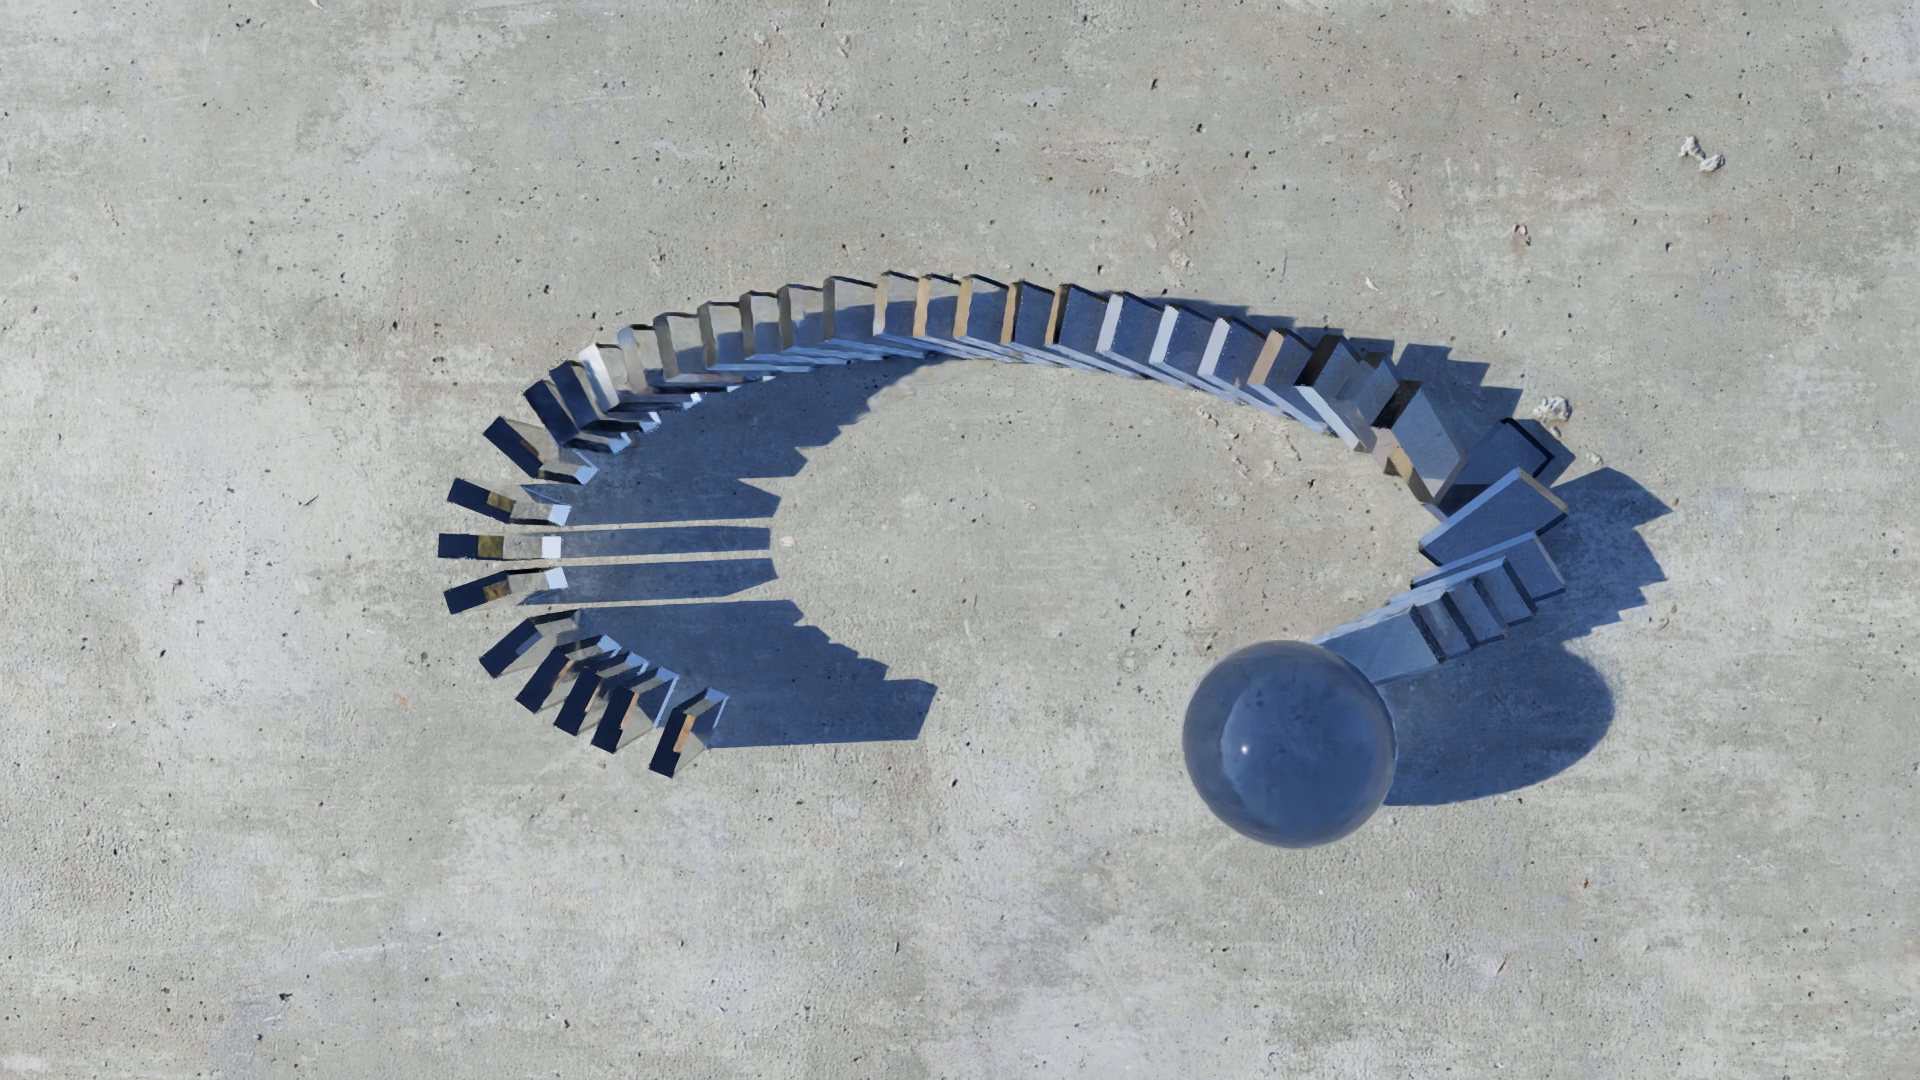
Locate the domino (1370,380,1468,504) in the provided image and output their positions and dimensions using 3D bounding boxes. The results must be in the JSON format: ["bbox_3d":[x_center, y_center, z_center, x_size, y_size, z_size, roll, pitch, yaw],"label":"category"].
[{"bbox_3d":[0.192,-0.040,0.382,0.050,0.009,0.025,42,81,-30],"label":"domino"}]

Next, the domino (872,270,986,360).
[{"bbox_3d":[-0.011,-0.093,0.382,0.050,0.010,0.025,6,90,-33],"label":"domino"}]

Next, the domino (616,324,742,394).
[{"bbox_3d":[-0.114,-0.074,0.377,0.009,0.050,0.025,-15,90,34],"label":"domino"}]

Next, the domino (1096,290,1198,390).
[{"bbox_3d":[0.082,-0.083,0.384,0.050,0.010,0.025,15,90,-30],"label":"domino"}]

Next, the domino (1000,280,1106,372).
[{"bbox_3d":[0.041,-0.088,0.382,0.050,0.010,0.025,9,90,-33],"label":"domino"}]

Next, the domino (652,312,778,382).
[{"bbox_3d":[-0.100,-0.079,0.378,0.010,0.050,0.025,-12,90,39],"label":"domino"}]

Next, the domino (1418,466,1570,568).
[{"bbox_3d":[0.220,-0.005,0.380,0.025,0.009,0.050,38,131,0],"label":"domino"}]

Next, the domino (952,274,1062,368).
[{"bbox_3d":[0.022,-0.091,0.381,0.050,0.010,0.025,9,88,-33],"label":"domino"}]

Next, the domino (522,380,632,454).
[{"bbox_3d":[-0.155,-0.049,0.375,0.009,0.050,0.025,-35,90,3],"label":"domino"}]

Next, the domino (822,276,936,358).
[{"bbox_3d":[-0.033,-0.092,0.381,0.050,0.010,0.025,1,90,-38],"label":"domino"}]

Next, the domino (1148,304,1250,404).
[{"bbox_3d":[0.104,-0.077,0.384,0.050,0.009,0.025,18,90,-27],"label":"domino"}]

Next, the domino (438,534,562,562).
[{"bbox_3d":[-0.187,0.003,0.375,0.025,0.050,0.009,3,90,0],"label":"domino"}]

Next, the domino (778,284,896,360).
[{"bbox_3d":[-0.051,-0.090,0.380,0.050,0.009,0.025,-4,90,-41],"label":"domino"}]

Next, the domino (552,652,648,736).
[{"bbox_3d":[-0.146,0.062,0.375,0.010,0.050,0.025,28,90,0],"label":"domino"}]

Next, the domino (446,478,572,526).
[{"bbox_3d":[-0.183,-0.015,0.375,0.025,0.050,0.009,22,90,0],"label":"domino"}]

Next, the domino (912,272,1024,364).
[{"bbox_3d":[0.006,-0.092,0.382,0.050,0.009,0.025,7,90,-33],"label":"domino"}]

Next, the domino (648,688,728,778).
[{"bbox_3d":[-0.110,0.078,0.375,0.009,0.050,0.025,22,90,0],"label":"domino"}]

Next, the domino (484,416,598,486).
[{"bbox_3d":[-0.170,-0.036,0.375,0.025,0.050,0.009,42,90,0],"label":"domino"}]

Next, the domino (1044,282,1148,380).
[{"bbox_3d":[0.060,-0.086,0.382,0.050,0.009,0.025,12,90,-33],"label":"domino"}]

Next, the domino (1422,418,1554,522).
[{"bbox_3d":[0.228,-0.025,0.395,0.025,0.009,0.050,42,90,0],"label":"domino"}]

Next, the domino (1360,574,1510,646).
[{"bbox_3d":[0.194,0.036,0.379,0.050,0.010,0.025,-32,90,44],"label":"domino"}]

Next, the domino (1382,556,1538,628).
[{"bbox_3d":[0.206,0.028,0.379,0.050,0.009,0.025,-32,90,44],"label":"domino"}]

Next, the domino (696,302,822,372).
[{"bbox_3d":[-0.082,-0.084,0.379,0.050,0.010,0.025,-9,90,-44],"label":"domino"}]

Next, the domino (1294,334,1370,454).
[{"bbox_3d":[0.162,-0.060,0.382,0.050,0.010,0.025,34,85,-31],"label":"domino"}]

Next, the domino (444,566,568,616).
[{"bbox_3d":[-0.184,0.020,0.375,0.025,0.050,0.009,-19,90,0],"label":"domino"}]

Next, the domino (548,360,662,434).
[{"bbox_3d":[-0.144,-0.058,0.375,0.010,0.050,0.025,-28,90,11],"label":"domino"}]

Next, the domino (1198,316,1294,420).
[{"bbox_3d":[0.124,-0.071,0.384,0.050,0.010,0.025,20,90,-28],"label":"domino"}]

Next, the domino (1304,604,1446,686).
[{"bbox_3d":[0.169,0.047,0.379,0.050,0.010,0.025,-32,90,44],"label":"domino"}]

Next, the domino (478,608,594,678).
[{"bbox_3d":[-0.172,0.041,0.375,0.025,0.050,0.010,-40,90,0],"label":"domino"}]

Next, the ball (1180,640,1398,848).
[{"bbox_3d":[0.128,0.079,0.360,0.080,0.080,0.080,0,90,0],"label":"ball"}]

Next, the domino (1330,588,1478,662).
[{"bbox_3d":[0.182,0.041,0.379,0.050,0.009,0.025,-32,90,44],"label":"domino"}]

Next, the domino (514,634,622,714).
[{"bbox_3d":[-0.159,0.054,0.375,0.010,0.050,0.025,37,90,0],"label":"domino"}]

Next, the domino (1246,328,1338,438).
[{"bbox_3d":[0.145,-0.065,0.384,0.050,0.010,0.025,25,90,-28],"label":"domino"}]

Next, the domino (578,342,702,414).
[{"bbox_3d":[-0.130,-0.066,0.375,0.010,0.050,0.025,-23,90,23],"label":"domino"}]

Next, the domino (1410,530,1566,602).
[{"bbox_3d":[0.218,0.018,0.381,0.050,0.010,0.025,-31,90,39],"label":"domino"}]

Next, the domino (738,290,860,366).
[{"bbox_3d":[-0.066,-0.087,0.380,0.050,0.010,0.025,-6,90,-41],"label":"domino"}]

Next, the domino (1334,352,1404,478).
[{"bbox_3d":[0.177,-0.052,0.382,0.050,0.009,0.025,42,81,-30],"label":"domino"}]

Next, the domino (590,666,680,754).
[{"bbox_3d":[-0.132,0.068,0.375,0.009,0.050,0.025,24,90,0],"label":"domino"}]
